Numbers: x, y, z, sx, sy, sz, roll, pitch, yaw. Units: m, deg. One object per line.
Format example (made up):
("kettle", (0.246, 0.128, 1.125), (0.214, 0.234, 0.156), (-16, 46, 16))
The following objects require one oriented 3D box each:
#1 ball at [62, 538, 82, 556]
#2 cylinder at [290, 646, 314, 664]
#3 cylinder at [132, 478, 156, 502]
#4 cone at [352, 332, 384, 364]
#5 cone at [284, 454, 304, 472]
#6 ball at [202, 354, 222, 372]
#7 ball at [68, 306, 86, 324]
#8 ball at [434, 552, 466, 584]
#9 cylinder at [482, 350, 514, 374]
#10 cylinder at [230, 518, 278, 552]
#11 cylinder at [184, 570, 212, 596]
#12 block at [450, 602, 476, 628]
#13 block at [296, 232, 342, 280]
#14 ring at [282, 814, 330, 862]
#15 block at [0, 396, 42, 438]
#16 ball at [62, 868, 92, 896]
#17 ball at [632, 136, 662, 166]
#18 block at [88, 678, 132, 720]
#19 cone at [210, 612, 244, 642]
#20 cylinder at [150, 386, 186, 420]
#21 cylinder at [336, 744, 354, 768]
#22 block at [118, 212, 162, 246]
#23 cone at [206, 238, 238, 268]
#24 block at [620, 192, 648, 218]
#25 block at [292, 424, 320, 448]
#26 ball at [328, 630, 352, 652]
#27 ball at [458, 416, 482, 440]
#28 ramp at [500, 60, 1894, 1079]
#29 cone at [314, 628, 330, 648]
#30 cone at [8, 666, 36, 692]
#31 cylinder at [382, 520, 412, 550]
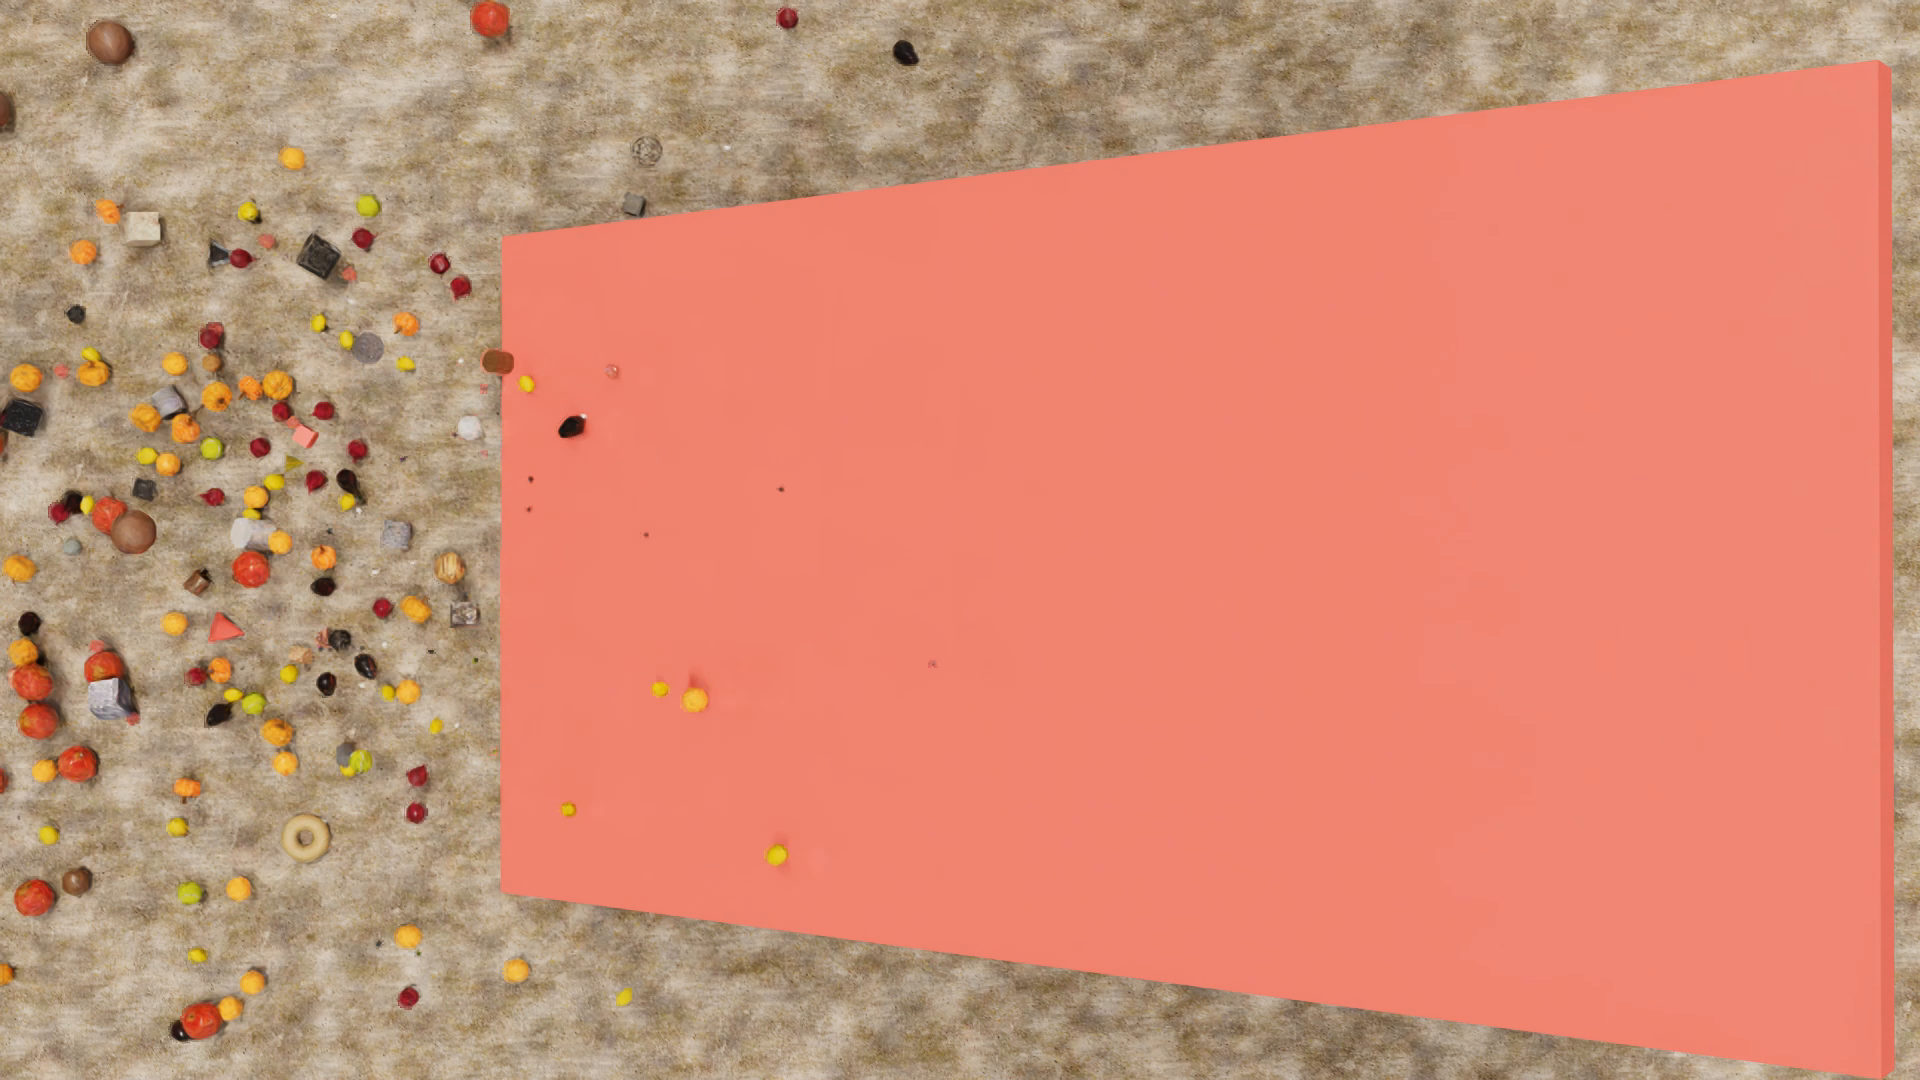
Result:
("ball", (-2.730, 0.022, 6.763), (0.054, 0.054, 0.054), (0, 90, 0))
("cylinder", (-2.023, 0.354, 6.753), (0.050, 0.050, 0.050), (11, 90, 21))
("cylinder", (-2.507, -0.156, 6.758), (0.062, 0.062, 0.062), (12, 89, 0))
("cone", (-1.828, -0.592, 6.745), (0.099, 0.099, 0.099), (0, 90, 0))
("cone", (-2.050, -0.238, 6.779), (0.057, 0.057, 0.057), (0, 90, -27))
("ball", (-2.302, -0.544, 6.765), (0.056, 0.056, 0.056), (0, 90, 0))
("ball", (-2.720, -0.693, 6.769), (0.052, 0.052, 0.052), (0, 90, 0))
("ball", (-1.564, 0.086, 6.740), (0.097, 0.097, 0.097), (0, 90, 0))
("cylinder", (-1.399, -0.540, 6.671), (0.067, 0.067, 0.067), (0, 89, 37))
("cylinder", (-2.158, -0.017, 6.723), (0.096, 0.096, 0.096), (-5, 81, 35))
("cylinder", (-2.343, 0.132, 6.758), (0.060, 0.060, 0.060), (42, 89, 0))
("block", (-1.520, 0.228, 6.730), (0.069, 0.069, 0.069), (0, 82, -19))
("block", (-1.950, -0.862, 6.684), (0.092, 0.092, 0.092), (31, 98, -29))
("ring", (-2.011, 0.916, 6.759), (0.148, 0.049, 0.148), (0, 90, -1))
("block", (-2.868, -0.379, 6.715), (0.091, 0.091, 0.091), (21, 93, -32))
("ball", (-2.708, 1.047, 6.740), (0.085, 0.085, 0.085), (0, 90, 0))
("ball", (-0.939, -1.167, 6.602), (0.091, 0.091, 0.091), (0, 90, 0))
("block", (-2.585, 0.485, 6.686), (0.089, 0.089, 0.089), (-10, 61, 2))
("cone", (-2.246, 0.279, 6.766), (0.098, 0.098, 0.098), (16, 90, -27))
("cylinder", (-2.430, -0.420, 6.752), (0.079, 0.079, 0.079), (-30, 89, 0))
("cylinder", (-1.879, 0.659, 6.720), (0.051, 0.051, 0.051), (-24, 46, 0))
("block", (-2.512, -0.953, 6.734), (0.088, 0.088, 0.088), (-6, 89, -42))
("cone", (-2.268, -0.876, 6.775), (0.095, 0.095, 0.095), (4, 90, -27))
("block", (-1.003, -1.031, 6.767), (0.059, 0.059, 0.059), (18, 90, 0))
("block", (-2.014, -0.319, 6.766), (0.052, 0.052, 0.052), (33, 90, 0))
("ball", (-1.897, 0.307, 6.729), (0.067, 0.067, 0.067), (0, 90, 0))
("ball", (-1.504, -0.345, 6.746), (0.075, 0.075, 0.075), (0, 90, 0))
("ramp", (0.233, 0.065, 5.552), (4.000, 0.100, 2.000), (0, 89, 37))
("cone", (-1.943, 0.317, 6.769), (0.063, 0.063, 0.063), (-47, 125, 0))
("cone", (-2.855, 0.408, 6.725), (0.087, 0.087, 0.087), (-33, 90, 42))
("cylinder", (-1.728, -0.016, 6.744), (0.081, 0.081, 0.081), (7, 89, 0))
